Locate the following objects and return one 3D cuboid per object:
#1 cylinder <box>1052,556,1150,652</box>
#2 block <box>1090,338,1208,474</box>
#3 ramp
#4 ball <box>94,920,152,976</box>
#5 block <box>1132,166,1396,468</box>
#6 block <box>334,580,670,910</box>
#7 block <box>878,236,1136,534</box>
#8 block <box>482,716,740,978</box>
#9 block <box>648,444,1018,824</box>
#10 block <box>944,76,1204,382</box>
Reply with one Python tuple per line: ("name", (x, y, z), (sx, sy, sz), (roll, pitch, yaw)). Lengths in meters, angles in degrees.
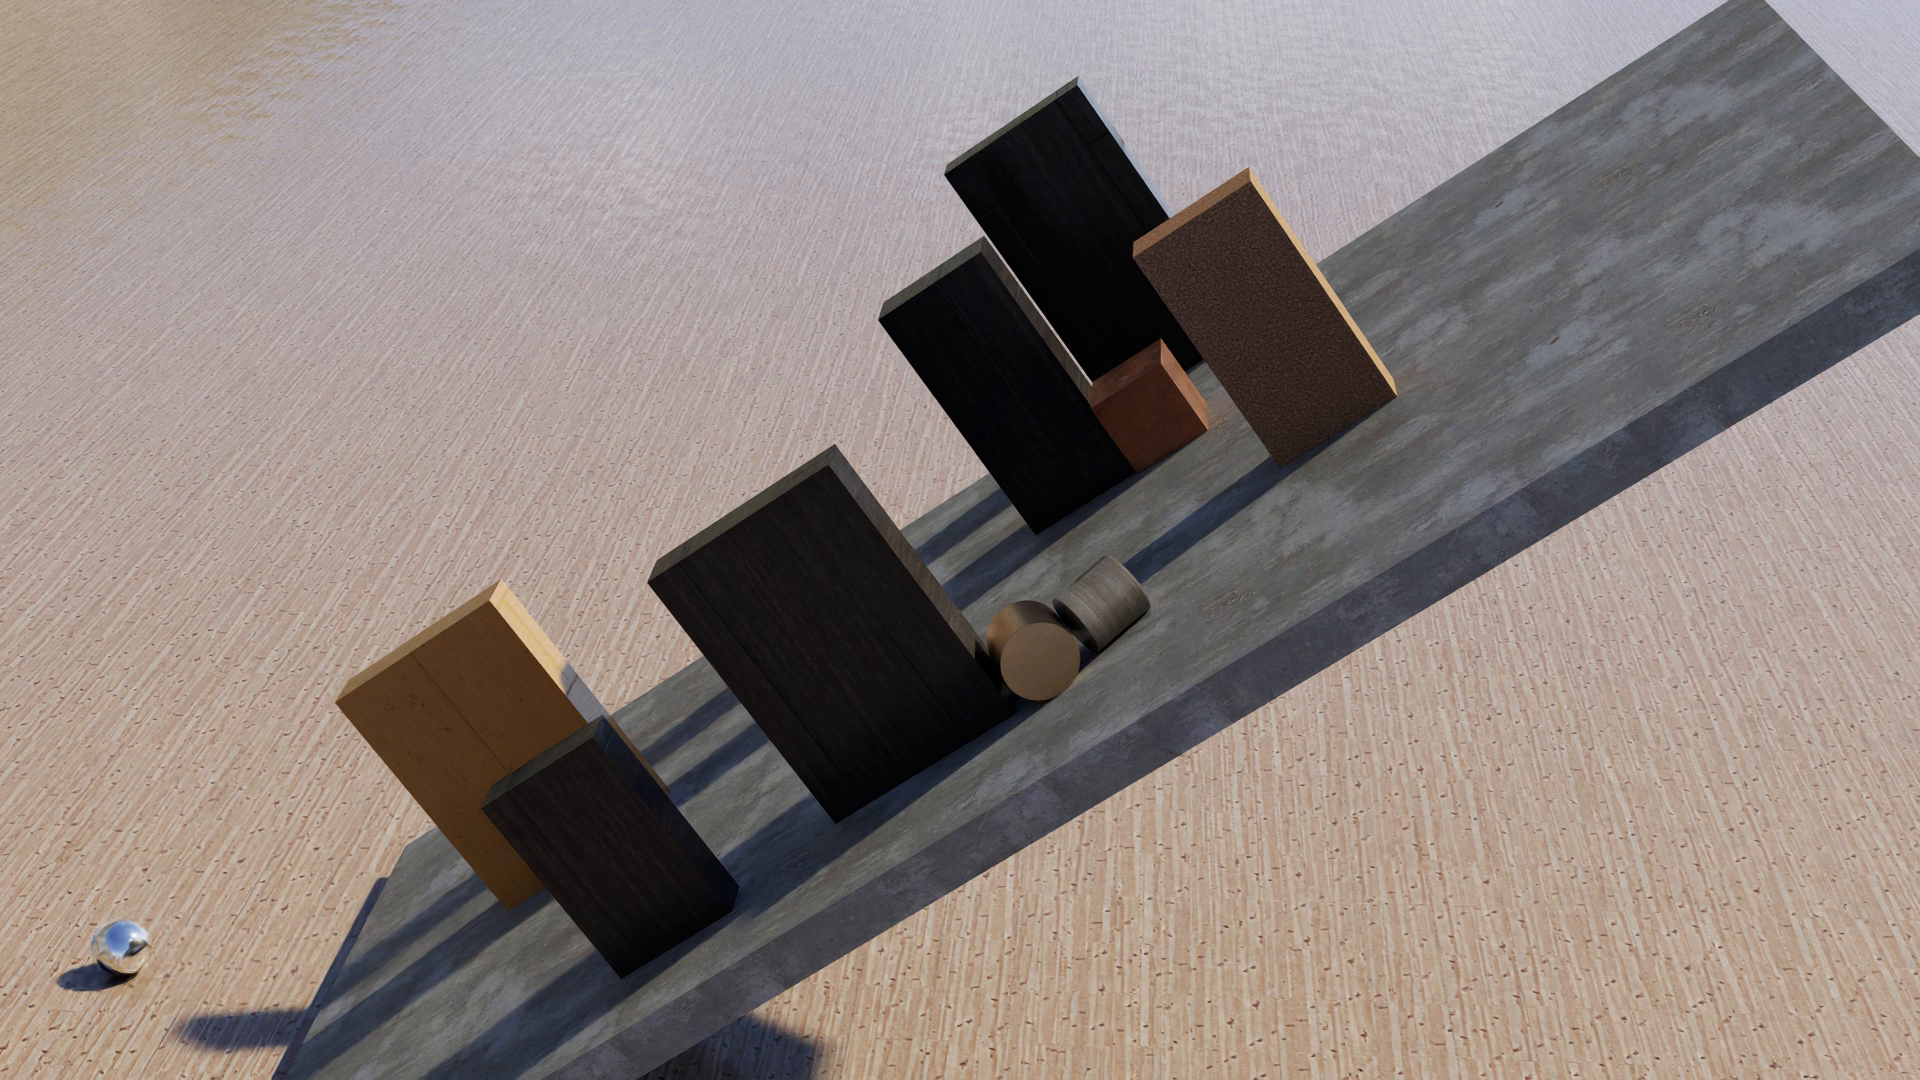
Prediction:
("cylinder", (0.274, 0.124, 5.703), (0.135, 0.135, 0.135), (-40, 34, -12))
("block", (0.420, -0.298, 6.530), (0.185, 0.185, 0.185), (-32, 16, 15))
("ramp", (0.135, 0.174, 6.306), (4.000, 0.100, 2.000), (-32, 16, 15))
("ball", (-2.067, 1.007, 7.261), (0.139, 0.139, 0.139), (0, 21, 0))
("block", (0.610, -0.442, 5.880), (0.276, 0.533, 0.113), (-32, 16, 15))
("block", (-1.022, 0.465, 6.601), (0.443, 0.624, 0.124), (-32, 16, 15))
("block", (0.111, -0.340, 6.530), (0.275, 0.607, 0.132), (-32, 16, 15))
("block", (-0.684, 0.605, 5.781), (0.277, 0.450, 0.104), (-32, 16, 15))
("block", (-0.243, 0.188, 5.725), (0.433, 0.618, 0.117), (-32, 16, 15))
("block", (0.322, -0.685, 6.894), (0.374, 0.708, 0.097), (-32, 16, 15))
